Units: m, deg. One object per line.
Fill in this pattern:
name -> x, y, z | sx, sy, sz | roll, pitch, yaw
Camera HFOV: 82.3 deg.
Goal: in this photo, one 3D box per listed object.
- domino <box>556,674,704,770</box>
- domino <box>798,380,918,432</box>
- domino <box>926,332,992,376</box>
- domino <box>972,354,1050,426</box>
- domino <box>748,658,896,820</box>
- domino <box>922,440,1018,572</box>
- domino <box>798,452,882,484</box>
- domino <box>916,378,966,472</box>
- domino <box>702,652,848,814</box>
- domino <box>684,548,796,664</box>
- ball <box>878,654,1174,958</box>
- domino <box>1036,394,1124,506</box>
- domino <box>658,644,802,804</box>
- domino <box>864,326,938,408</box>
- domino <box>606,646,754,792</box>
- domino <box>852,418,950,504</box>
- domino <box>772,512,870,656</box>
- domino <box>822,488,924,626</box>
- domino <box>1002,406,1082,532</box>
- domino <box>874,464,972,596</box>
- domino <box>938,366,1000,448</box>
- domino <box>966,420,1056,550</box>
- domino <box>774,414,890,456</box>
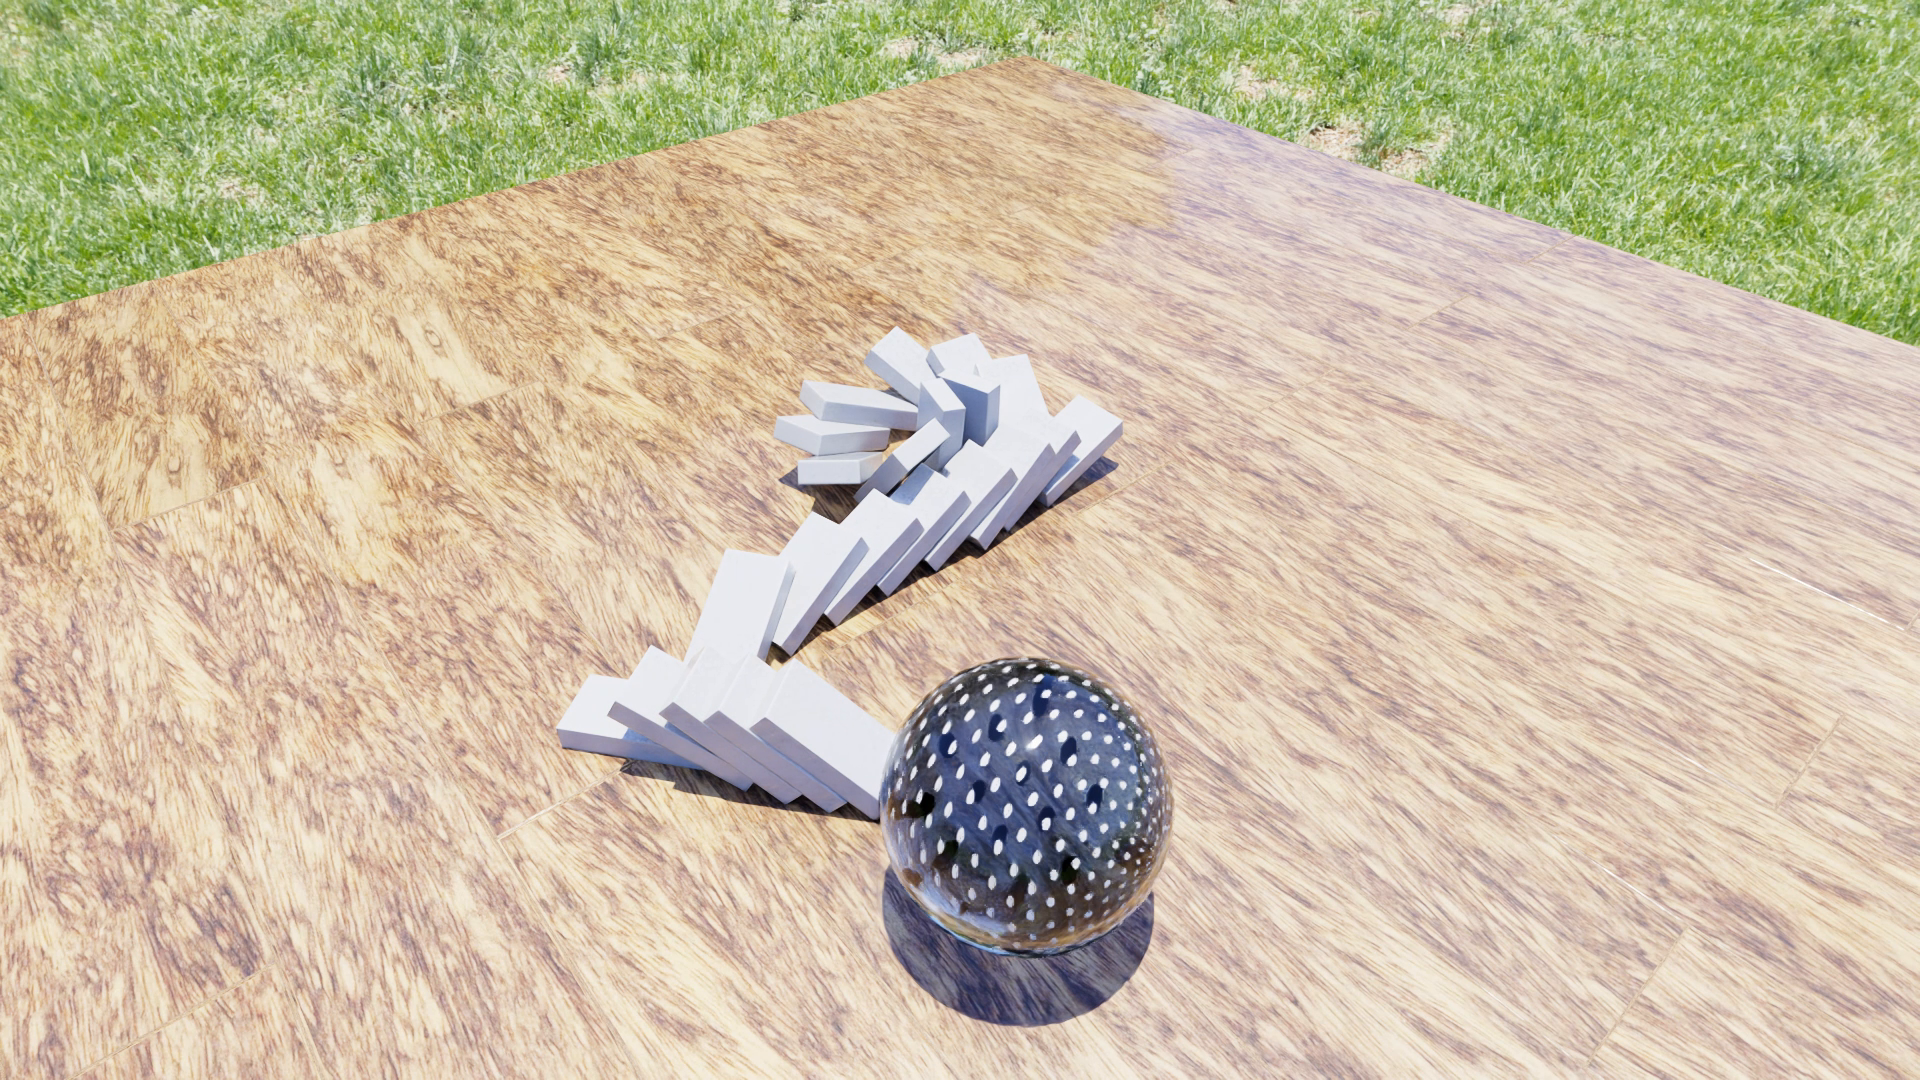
domino -> -0.106, 0.061, 0.369 | 0.050, 0.010, 0.025 | 7, 40, 9
domino -> -0.045, -0.061, 0.501 | 0.050, 0.010, 0.025 | 3, 26, -34
domino -> 0.008, -0.072, 0.513 | 0.025, 0.009, 0.050 | -23, 72, -26
domino -> 0.025, -0.059, 0.499 | 0.025, 0.010, 0.050 | -12, 67, -14
domino -> -0.039, 0.062, 0.343 | 0.050, 0.010, 0.025 | 40, 38, -16
domino -> -0.003, -0.014, 0.442 | 0.050, 0.010, 0.025 | -48, 55, -7
domino -> -0.049, -0.030, 0.460 | 0.025, 0.009, 0.050 | 0, 8, 7
domino -> -0.009, -0.039, 0.458 | 0.009, 0.050, 0.025 | -11, 40, -22
domino -> -0.054, 0.061, 0.345 | 0.050, 0.009, 0.025 | 40, 38, -16
domino -> -0.079, 0.029, 0.393 | 0.025, 0.010, 0.050 | 9, 63, 12
ball -> 0.018, 0.072, 0.300 | 0.080, 0.080, 0.080 | 0, 39, 0
domino -> 0.045, -0.039, 0.478 | 0.025, 0.010, 0.050 | 36, 69, 28
domino -> -0.068, 0.058, 0.348 | 0.050, 0.010, 0.025 | 40, 38, -16
domino -> -0.018, -0.076, 0.518 | 0.050, 0.010, 0.025 | 39, 46, -2
domino -> -0.084, 0.057, 0.355 | 0.050, 0.009, 0.025 | 31, 40, -9
domino -> -0.025, -0.030, 0.449 | 0.009, 0.050, 0.025 | 48, 61, -2
domino -> -0.059, 0.016, 0.408 | 0.025, 0.010, 0.050 | 26, 71, 28
domino -> -0.040, 0.006, 0.420 | 0.025, 0.010, 0.050 | 34, 75, 34
domino -> 0.025, -0.030, 0.462 | 0.025, 0.010, 0.050 | 34, 80, 34
domino -> -0.022, -0.004, 0.432 | 0.025, 0.010, 0.050 | 34, 78, 34
domino -> 0.003, -0.046, 0.468 | 0.025, 0.050, 0.009 | 23, 43, 26
domino -> 0.014, -0.023, 0.451 | 0.025, 0.010, 0.050 | 29, 77, 33
domino -> -0.056, -0.047, 0.484 | 0.025, 0.010, 0.050 | 23, 19, 26
